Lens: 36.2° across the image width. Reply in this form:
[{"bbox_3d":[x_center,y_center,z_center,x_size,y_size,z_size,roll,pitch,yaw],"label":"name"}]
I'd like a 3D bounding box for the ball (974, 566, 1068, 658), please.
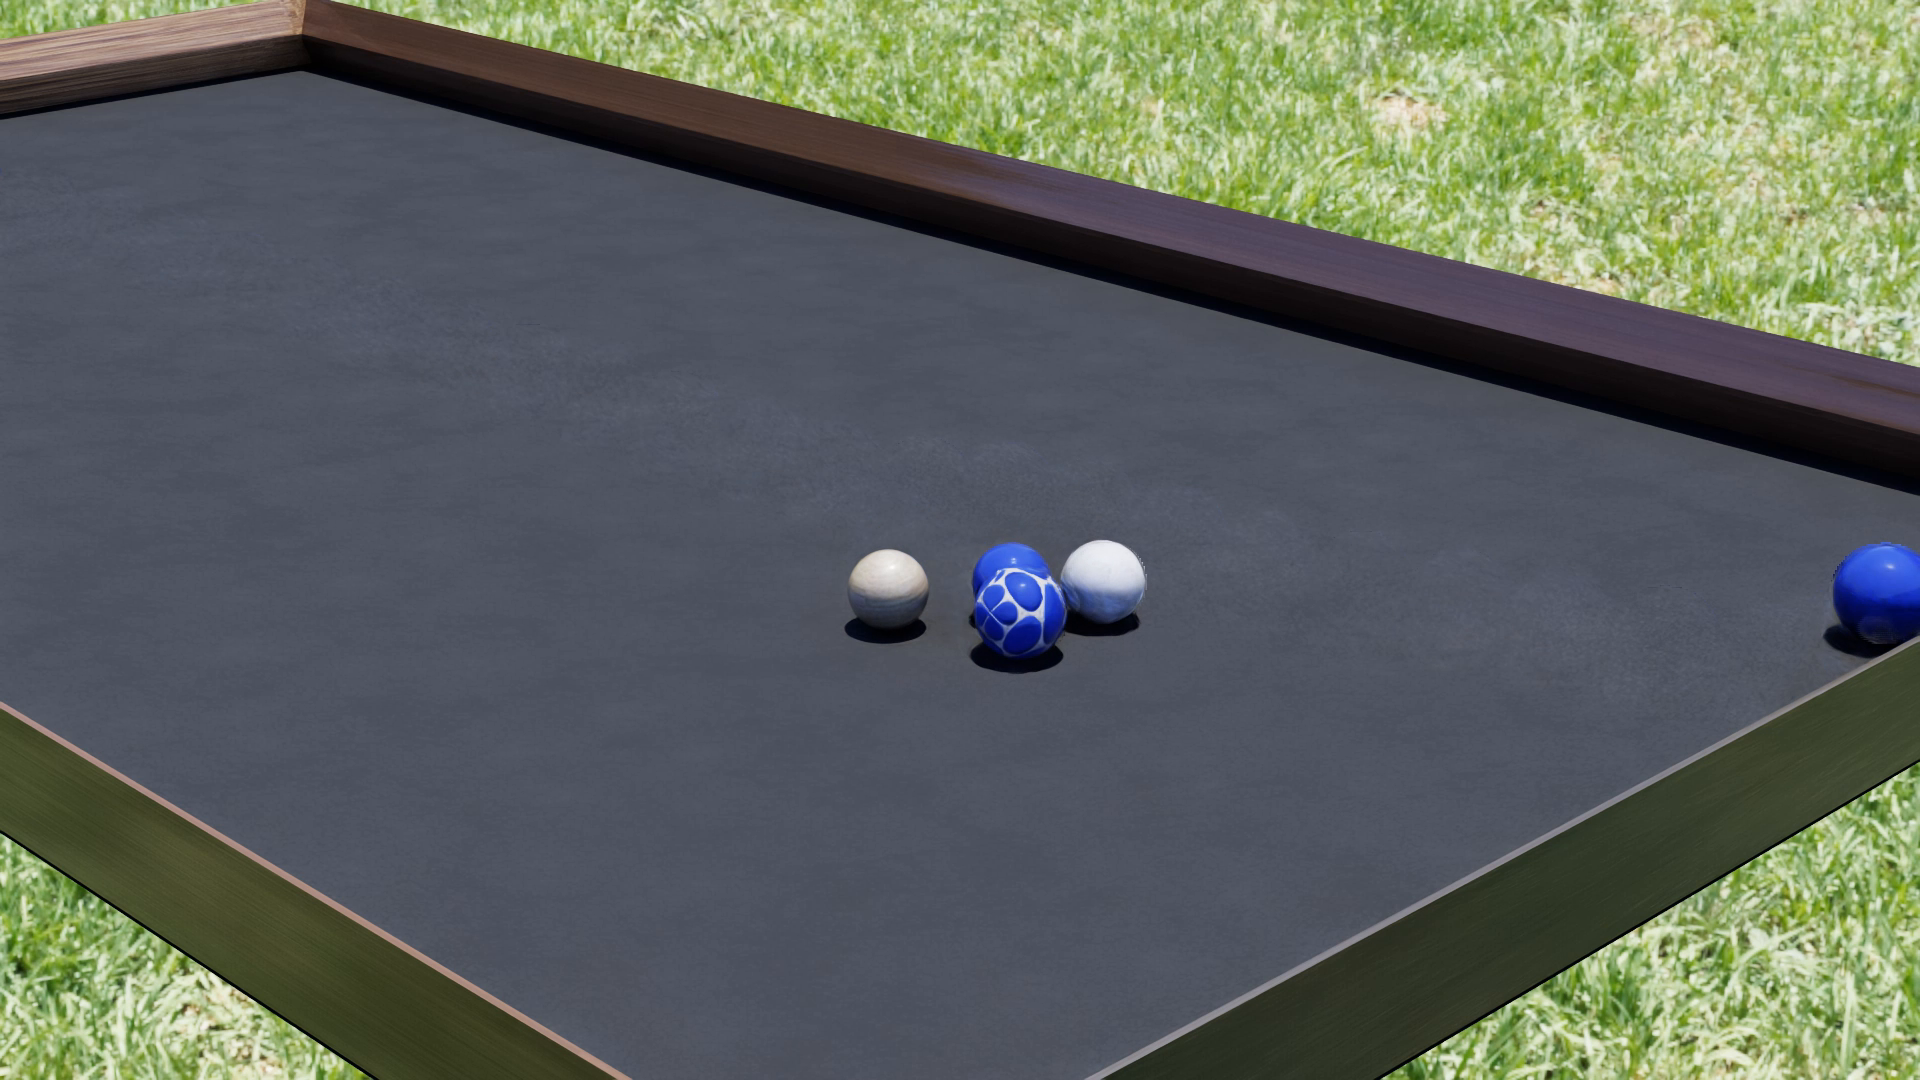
[{"bbox_3d":[0.052,0.062,2.517,0.080,0.080,0.080,0,21,0],"label":"ball"}]

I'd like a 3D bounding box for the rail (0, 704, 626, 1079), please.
[{"bbox_3d":[-1.187,-0.013,2.667,0.045,0.112,3.270,-19,28,-41],"label":"rail"}]

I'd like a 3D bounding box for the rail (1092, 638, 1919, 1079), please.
[{"bbox_3d":[0.555,0.181,2.151,1.768,0.112,0.045,-19,28,-41],"label":"rail"}]

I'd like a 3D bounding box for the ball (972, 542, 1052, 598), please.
[{"bbox_3d":[0.046,0.038,2.594,0.071,0.071,0.071,0,21,0],"label":"ball"}]

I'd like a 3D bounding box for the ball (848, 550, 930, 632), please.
[{"bbox_3d":[-0.063,0.044,2.576,0.072,0.072,0.072,0,21,0],"label":"ball"}]

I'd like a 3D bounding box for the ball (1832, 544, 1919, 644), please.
[{"bbox_3d":[0.800,0.047,2.546,0.087,0.087,0.087,0,21,0],"label":"ball"}]

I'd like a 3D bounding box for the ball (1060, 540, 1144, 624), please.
[{"bbox_3d":[0.126,0.037,2.591,0.074,0.074,0.074,0,21,0],"label":"ball"}]

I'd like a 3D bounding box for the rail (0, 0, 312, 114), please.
[{"bbox_3d":[-1.699,-0.629,4.308,1.768,0.112,0.045,-19,28,-41],"label":"rail"}]

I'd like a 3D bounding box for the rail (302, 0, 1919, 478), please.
[{"bbox_3d":[0.043,-0.436,3.793,0.045,0.112,3.270,-19,28,-41],"label":"rail"}]
